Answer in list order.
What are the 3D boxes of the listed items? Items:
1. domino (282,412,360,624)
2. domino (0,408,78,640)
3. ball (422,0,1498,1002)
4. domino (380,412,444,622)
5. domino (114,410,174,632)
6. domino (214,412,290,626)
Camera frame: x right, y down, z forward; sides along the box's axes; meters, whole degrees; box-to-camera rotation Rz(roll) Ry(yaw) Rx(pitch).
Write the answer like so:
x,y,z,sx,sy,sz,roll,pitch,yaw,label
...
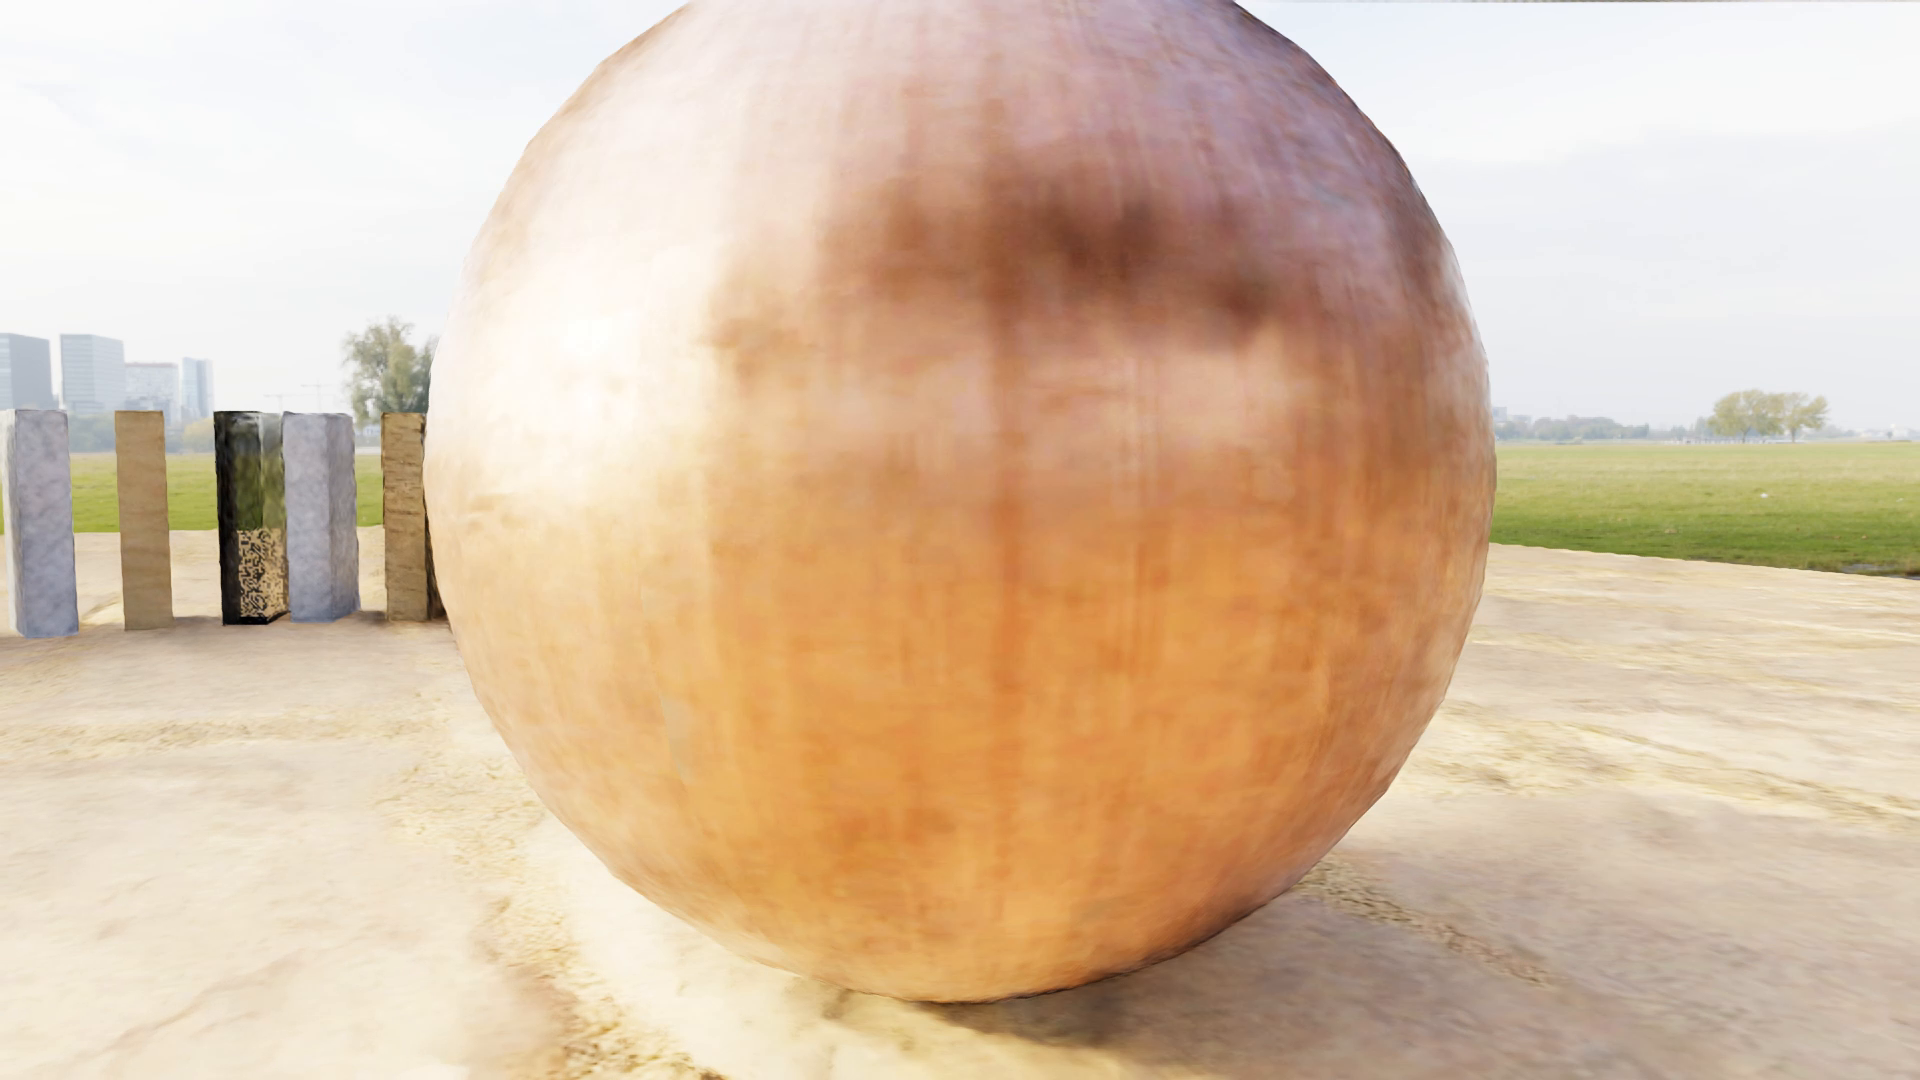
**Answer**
x,y,z,sx,sy,sz,roll,pitch,yaw,label
-0.157,-0.006,0.315,0.009,0.050,0.025,-1,4,-12,domino
-0.209,-0.004,0.290,0.009,0.050,0.025,-4,6,-43,domino
0.000,-0.005,0.103,0.080,0.080,0.080,0,4,0,ball
-0.133,-0.006,0.318,0.009,0.050,0.025,0,4,-3,domino
-0.193,-0.005,0.303,0.009,0.050,0.025,-3,5,-33,domino
-0.171,-0.006,0.312,0.009,0.050,0.025,-1,4,-15,domino
